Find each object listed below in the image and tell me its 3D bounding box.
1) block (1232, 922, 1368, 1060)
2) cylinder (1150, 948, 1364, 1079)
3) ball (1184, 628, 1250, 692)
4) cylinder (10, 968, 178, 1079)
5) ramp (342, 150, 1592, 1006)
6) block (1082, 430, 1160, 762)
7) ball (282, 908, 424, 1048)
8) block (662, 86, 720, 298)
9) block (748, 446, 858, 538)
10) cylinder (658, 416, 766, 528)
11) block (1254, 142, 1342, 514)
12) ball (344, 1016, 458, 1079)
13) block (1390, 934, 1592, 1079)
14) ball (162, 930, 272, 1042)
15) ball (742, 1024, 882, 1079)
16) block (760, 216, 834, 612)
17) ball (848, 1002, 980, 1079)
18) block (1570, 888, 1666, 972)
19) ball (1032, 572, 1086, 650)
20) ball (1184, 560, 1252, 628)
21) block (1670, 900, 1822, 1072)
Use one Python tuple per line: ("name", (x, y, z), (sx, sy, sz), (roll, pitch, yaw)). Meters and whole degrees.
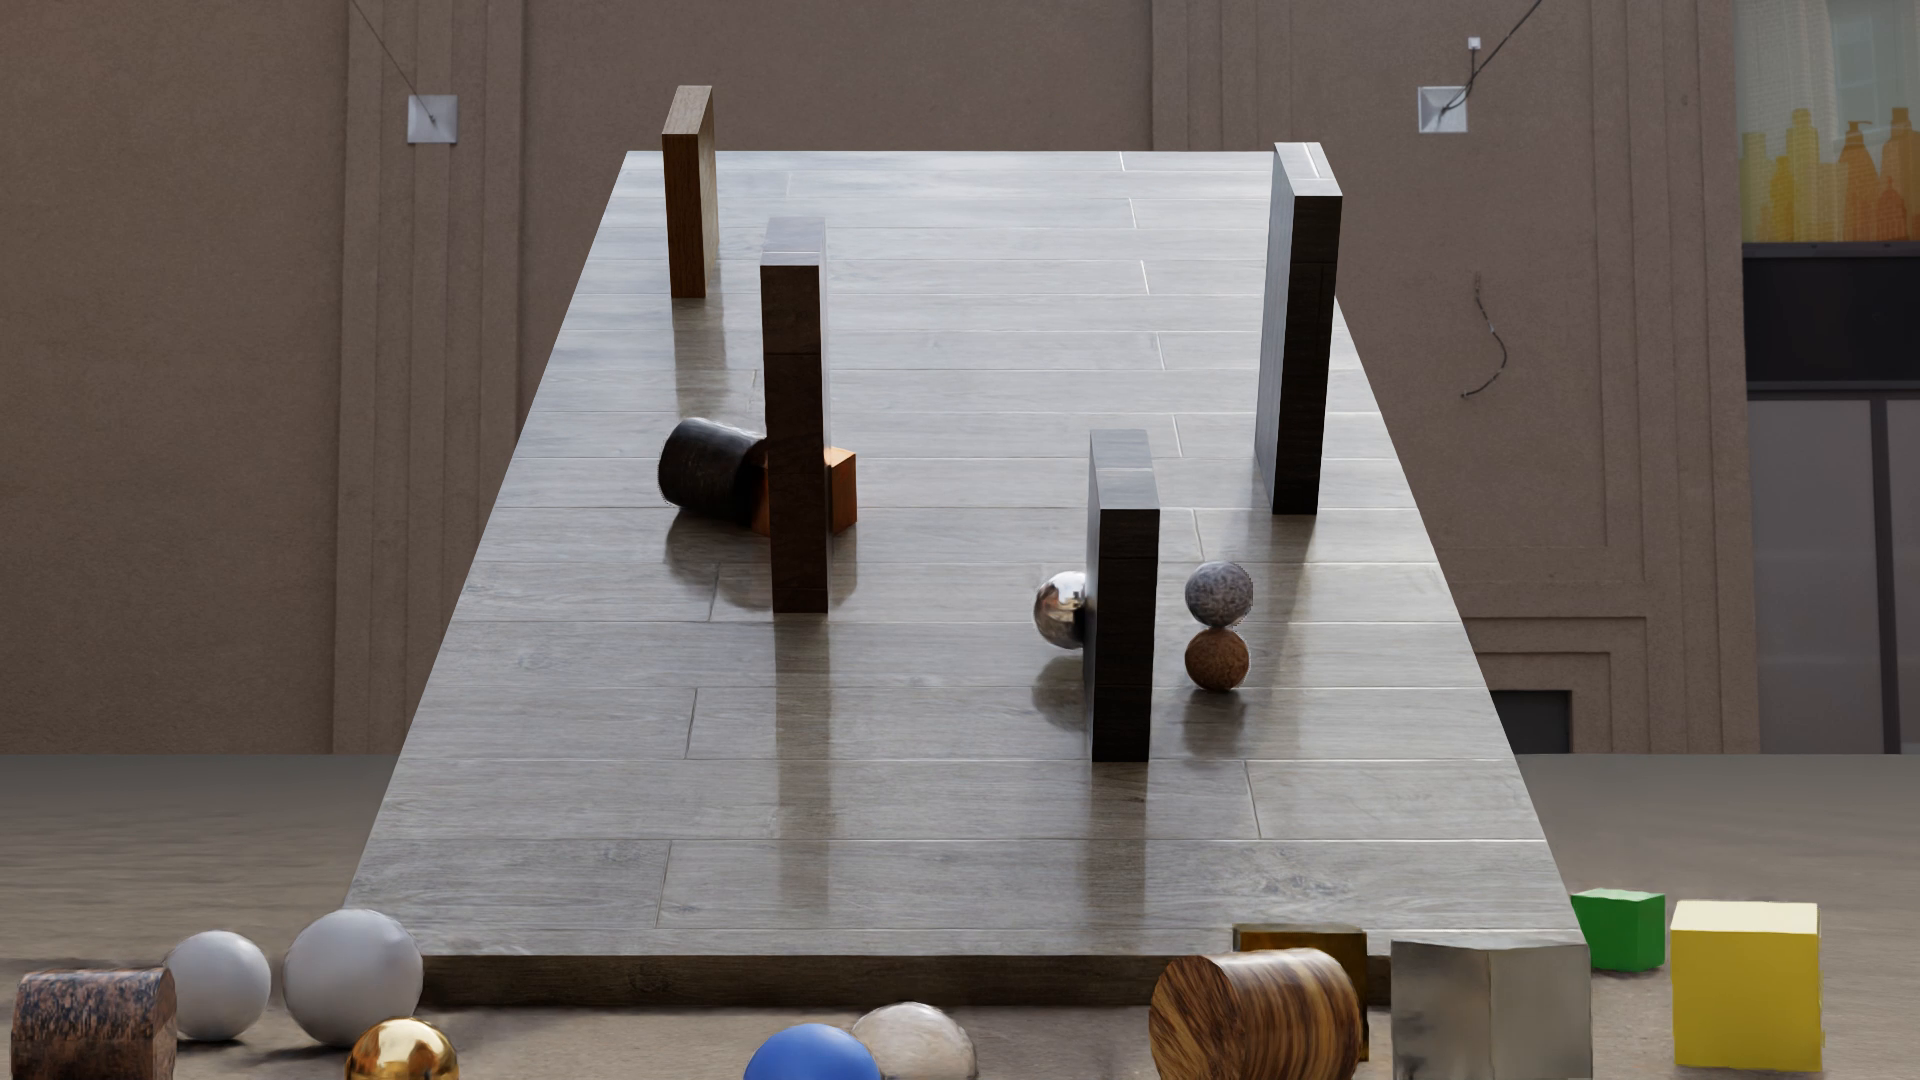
("block", (0.459, 0.610, 3.224), (0.167, 0.167, 0.167), (0, -5, 3))
("cylinder", (0.341, 0.564, 2.753), (0.175, 0.175, 0.175), (3, -6, -33))
("ball", (0.481, 0.224, 4.456), (0.120, 0.120, 0.120), (0, -5, 0))
("cylinder", (-1.000, 0.575, 2.754), (0.153, 0.153, 0.153), (0, -5, -8))
("ramp", (-0.011, -0.225, 5.552), (2.000, 0.100, 4.000), (0, 28, 0))
("block", (0.286, 0.098, 4.277), (0.102, 0.507, 0.321), (0, 28, 0))
("ball", (-0.834, 0.602, 3.269), (0.190, 0.190, 0.190), (0, -5, 0))
("block", (-0.711, -0.927, 6.307), (0.091, 0.444, 0.418), (0, 28, 0))
("block", (-0.332, -0.101, 5.028), (0.162, 0.162, 0.162), (16, 32, 28))
("cylinder", (-0.504, -0.146, 5.075), (0.196, 0.196, 0.196), (16, 3, 28))
("block", (0.721, -0.452, 5.106), (0.096, 0.720, 0.339), (0, 28, 0))
("ball", (-0.603, 0.575, 2.567), (0.120, 0.120, 0.120), (0, -5, 0))
("block", (0.656, 0.583, 2.940), (0.171, 0.171, 0.171), (3, -6, -33))
("ball", (-1.047, 0.626, 3.341), (0.154, 0.154, 0.154), (0, -5, 0))
("ball", (-0.145, 0.545, 2.333), (0.140, 0.140, 0.140), (0, -5, 0))
("block", (-0.317, -0.242, 4.680), (0.109, 0.735, 0.263), (0, 28, 0))
("ball", (-0.054, 0.551, 2.450), (0.149, 0.149, 0.149), (0, -5, 0))
("block", (1.230, 0.728, 4.446), (0.131, 0.131, 0.131), (0, -1, 38))
("ball", (0.213, 0.134, 4.557), (0.150, 0.150, 0.150), (0, -5, 0))
("ball", (0.484, 0.101, 4.458), (0.125, 0.125, 0.125), (0, -5, 0))
("block", (1.035, 0.583, 3.126), (0.179, 0.179, 0.179), (-2, 3, 20))
